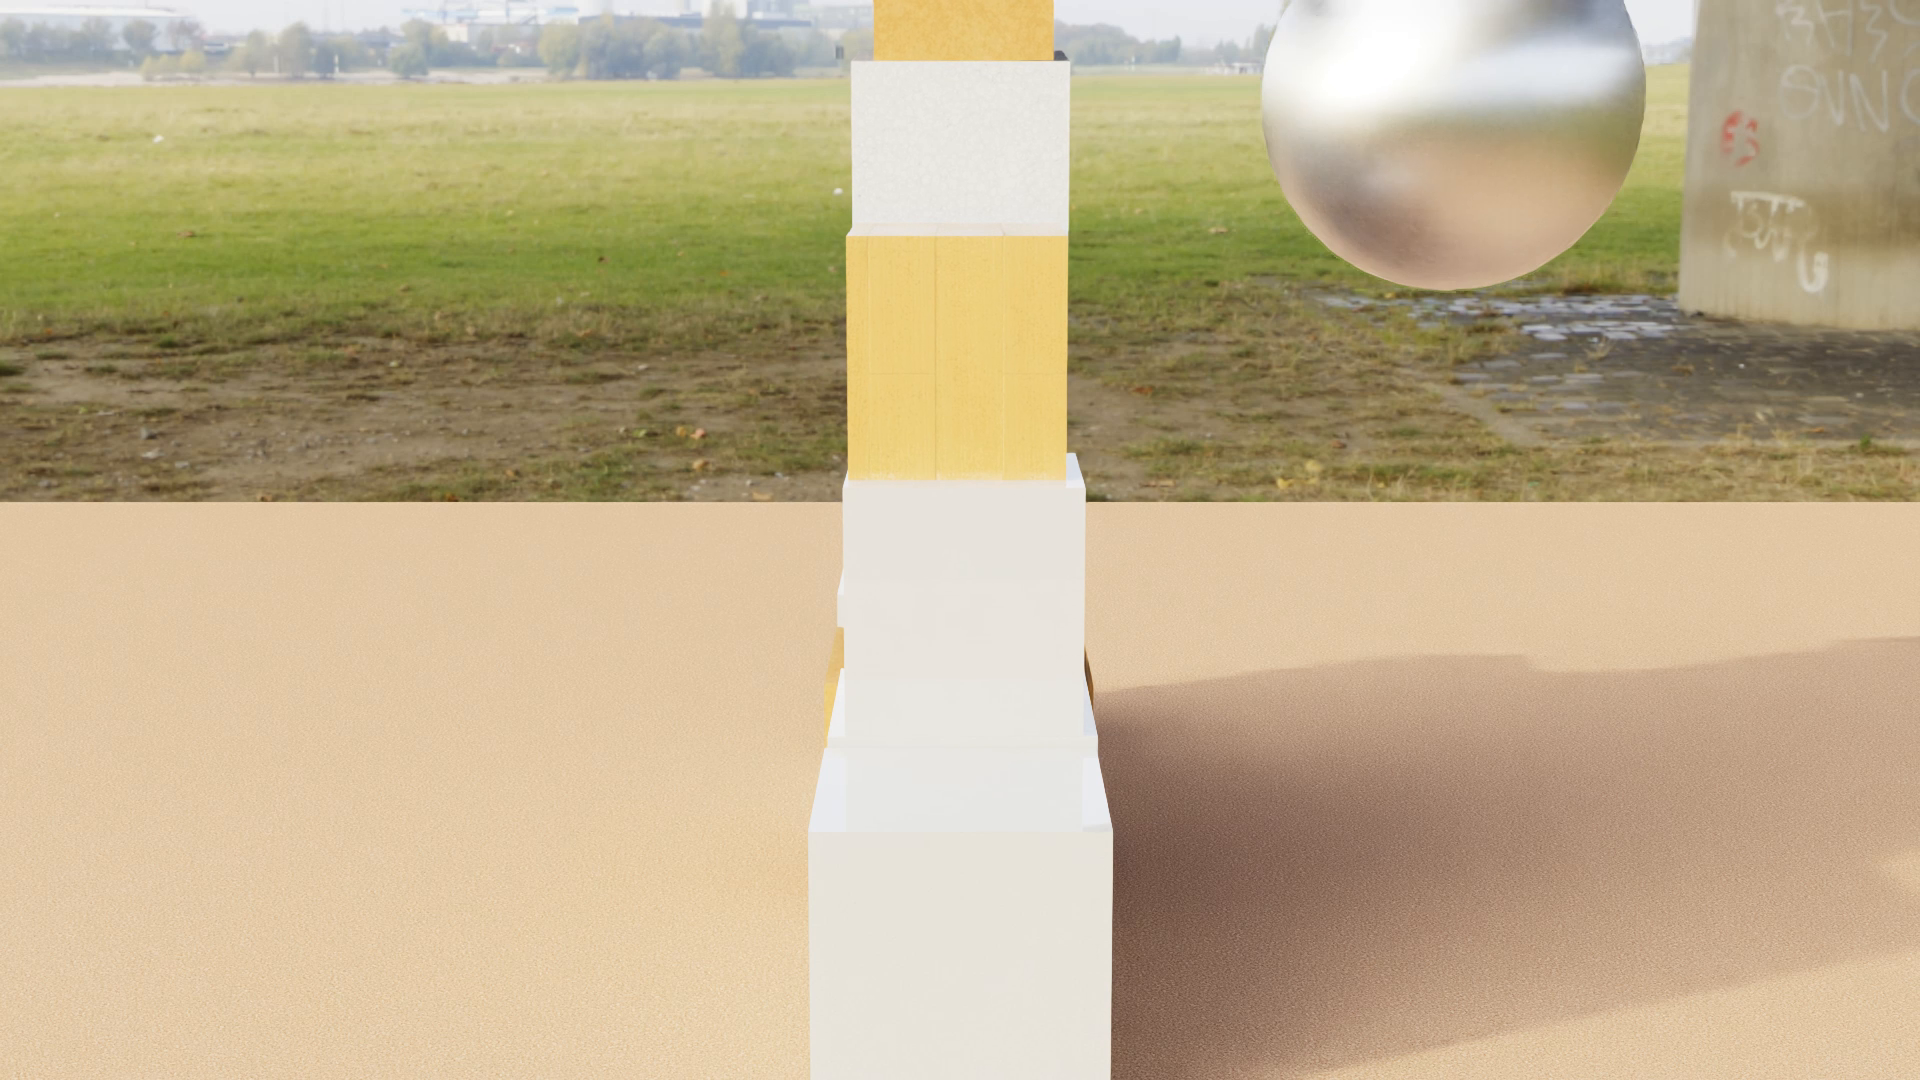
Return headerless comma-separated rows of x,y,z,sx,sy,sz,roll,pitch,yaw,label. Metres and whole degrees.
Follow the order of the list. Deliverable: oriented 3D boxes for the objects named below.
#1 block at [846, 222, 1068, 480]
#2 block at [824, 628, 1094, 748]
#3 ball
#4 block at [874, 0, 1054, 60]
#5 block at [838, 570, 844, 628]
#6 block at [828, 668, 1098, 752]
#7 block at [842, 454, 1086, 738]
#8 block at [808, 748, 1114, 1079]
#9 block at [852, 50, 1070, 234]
-0.009,-0.747,9.958,0.818,0.913,0.846,0,10,0,block
-0.005,0.986,11.399,1.129,0.981,1.113,0,10,0,block
2.074,-1.857,10.843,1.600,1.600,1.600,0,10,0,ball
0.016,-2.370,10.578,0.718,0.734,0.786,0,14,0,block
-0.007,0.705,12.521,1.120,1.133,1.175,0,10,0,block
0.010,1.155,10.279,1.015,1.050,1.132,0,10,0,block
0.016,0.195,9.974,0.895,0.947,0.878,0,10,0,block
0.002,1.374,9.184,1.018,1.010,1.081,0,10,0,block
0.003,-1.630,10.763,0.874,0.792,0.906,0,14,0,block
